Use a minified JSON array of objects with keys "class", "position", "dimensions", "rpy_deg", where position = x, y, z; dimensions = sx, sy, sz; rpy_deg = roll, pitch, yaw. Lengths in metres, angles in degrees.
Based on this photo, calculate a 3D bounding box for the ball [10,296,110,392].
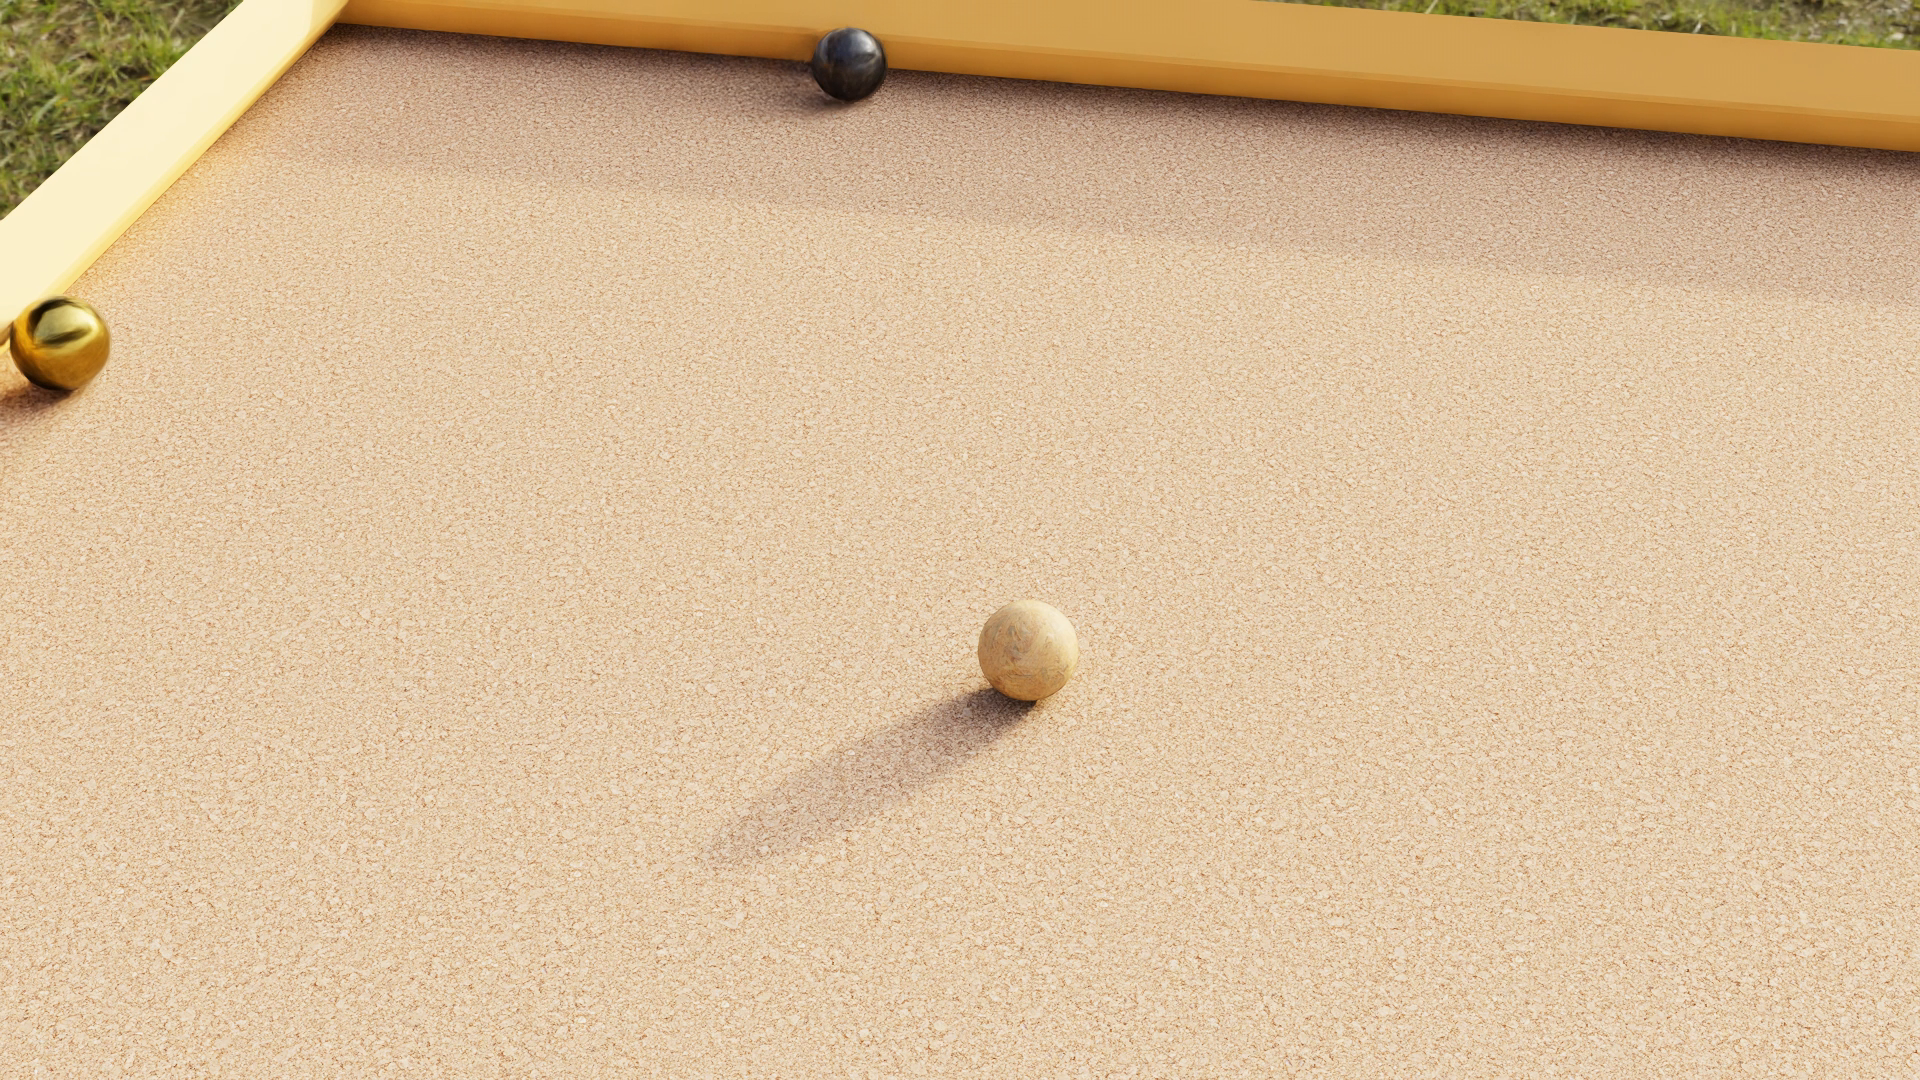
[{"class":"ball","position":[-0.763,-0.167,2.175],"dimensions":[0.081,0.081,0.081],"rpy_deg":[0,34,0]}]

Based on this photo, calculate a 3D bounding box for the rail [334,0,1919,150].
[{"class":"rail","position":[1.048,-0.411,2.511],"dimensions":[3.562,0.105,0.045],"rpy_deg":[6,35,9]}]

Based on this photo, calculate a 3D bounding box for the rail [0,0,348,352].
[{"class":"rail","position":[-0.850,-0.107,2.065],"dimensions":[0.045,0.105,1.845],"rpy_deg":[6,35,9]}]

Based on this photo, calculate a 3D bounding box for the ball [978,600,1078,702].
[{"class":"ball","position":[0.048,0.078,1.823],"dimensions":[0.072,0.072,0.072],"rpy_deg":[0,34,0]}]

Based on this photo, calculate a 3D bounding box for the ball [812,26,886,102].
[{"class":"ball","position":[-0.115,-0.493,2.658],"dimensions":[0.076,0.076,0.076],"rpy_deg":[0,34,0]}]
